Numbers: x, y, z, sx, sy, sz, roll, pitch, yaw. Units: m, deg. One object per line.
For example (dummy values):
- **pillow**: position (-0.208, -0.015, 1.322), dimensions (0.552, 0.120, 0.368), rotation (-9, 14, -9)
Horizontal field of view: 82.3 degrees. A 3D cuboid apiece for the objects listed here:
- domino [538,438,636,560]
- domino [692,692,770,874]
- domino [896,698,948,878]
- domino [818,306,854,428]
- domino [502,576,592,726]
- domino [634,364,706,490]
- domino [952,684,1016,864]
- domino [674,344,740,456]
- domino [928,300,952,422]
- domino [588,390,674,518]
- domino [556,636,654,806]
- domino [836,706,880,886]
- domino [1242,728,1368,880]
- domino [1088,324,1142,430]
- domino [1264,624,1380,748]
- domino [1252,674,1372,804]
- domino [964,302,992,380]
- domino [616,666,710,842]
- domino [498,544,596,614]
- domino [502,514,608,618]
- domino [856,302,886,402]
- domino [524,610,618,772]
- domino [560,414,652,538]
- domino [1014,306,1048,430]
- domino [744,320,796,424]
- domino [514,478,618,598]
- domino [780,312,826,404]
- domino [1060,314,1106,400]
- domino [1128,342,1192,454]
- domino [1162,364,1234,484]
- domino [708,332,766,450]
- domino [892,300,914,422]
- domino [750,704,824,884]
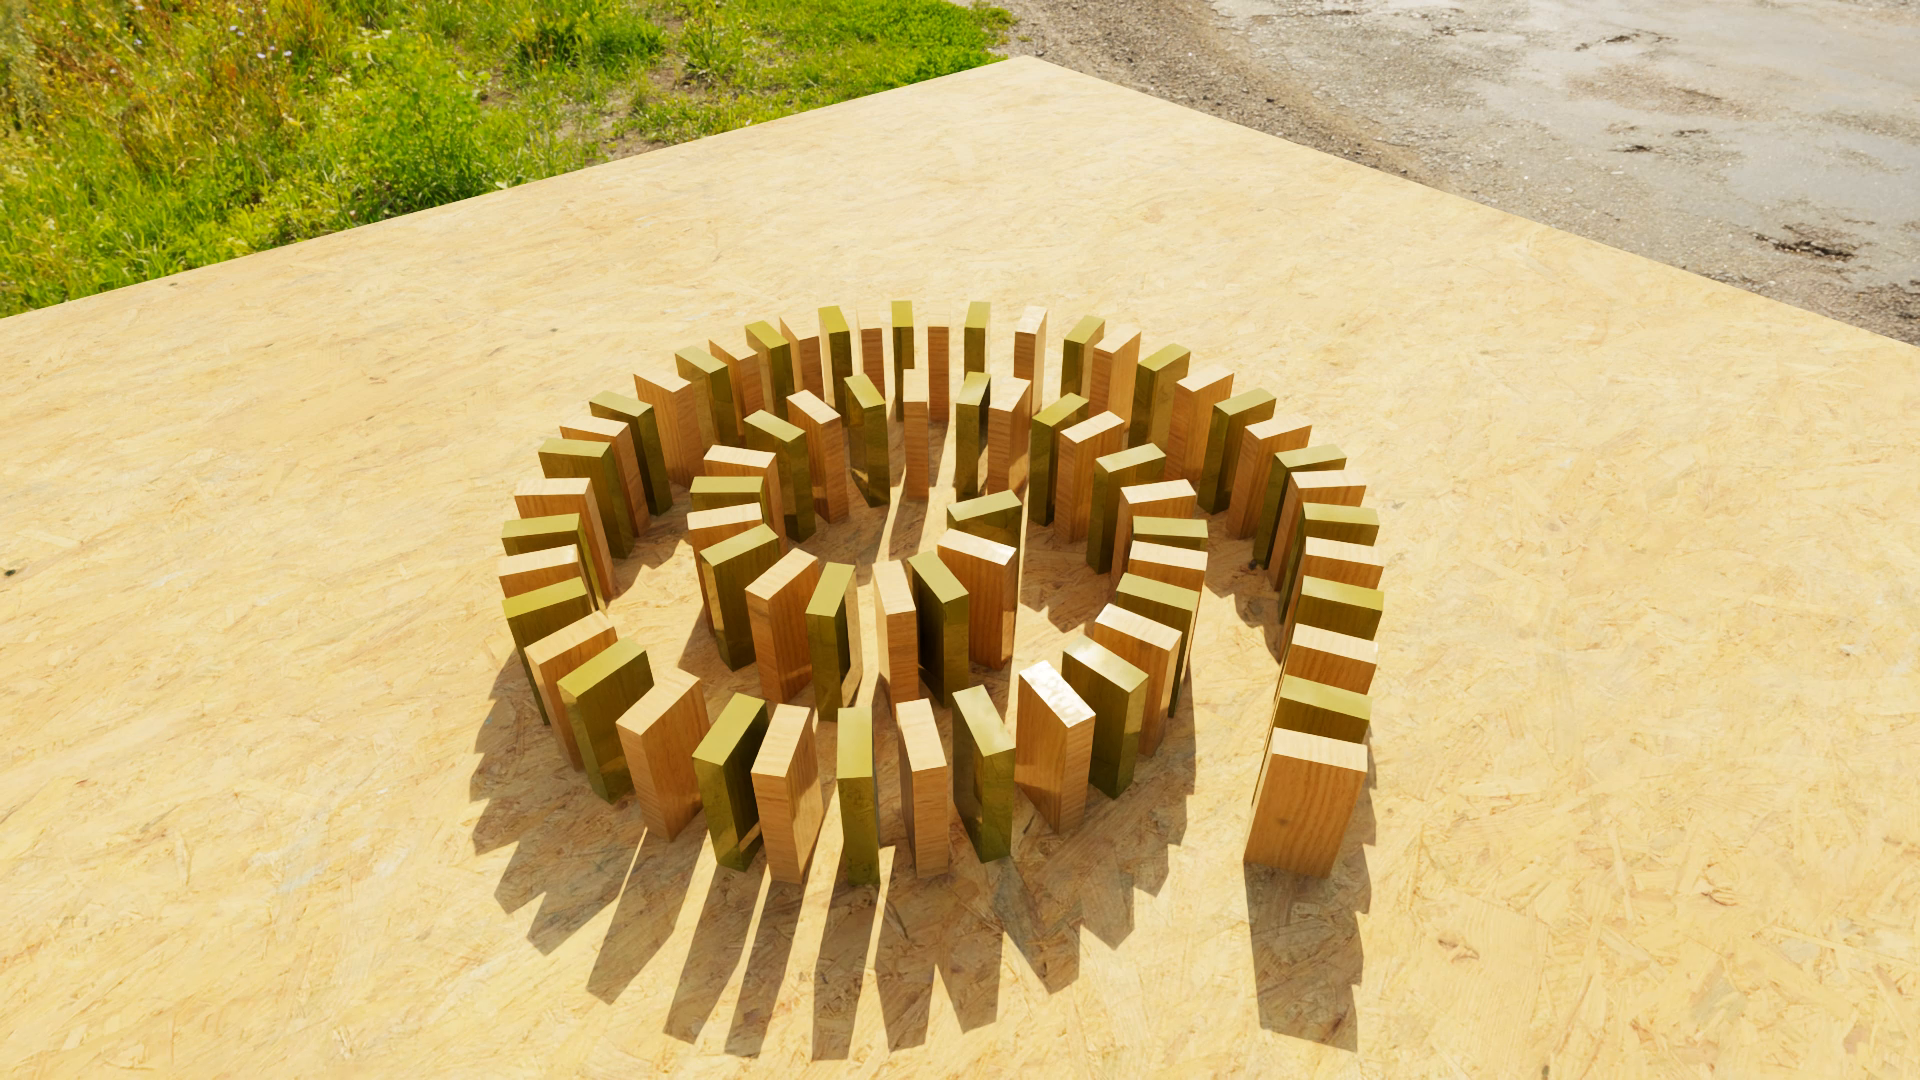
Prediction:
- **domino**: position (-0.146, -0.016, 0.431), dimensions (0.025, 0.050, 0.009), rotation (5, 40, 6)
- **domino**: position (-0.065, 0.072, 0.324), dimensions (0.009, 0.050, 0.025), rotation (13, 41, 15)
- **domino**: position (-0.011, 0.073, 0.322), dimensions (0.009, 0.050, 0.025), rotation (-8, 40, -10)
- **domino**: position (-0.057, -0.080, 0.509), dimensions (0.009, 0.050, 0.025), rotation (-11, 41, -13)
- **domino**: position (-0.132, 0.038, 0.366), dimensions (0.025, 0.050, 0.010), rotation (-18, 43, -21)
- **domino**: position (-0.123, -0.048, 0.470), dimensions (0.025, 0.050, 0.009), rotation (26, 46, 28)
- **domino**: position (0.007, 0.070, 0.326), dimensions (0.009, 0.050, 0.025), rotation (-13, 41, -16)
- **domino**: position (-0.110, -0.057, 0.482), dimensions (0.025, 0.050, 0.009), rotation (31, 49, 32)
- **domino**: position (-0.009, -0.083, 0.513), dimensions (0.009, 0.050, 0.025), rotation (1, 39, 1)
- **domino**: position (-0.135, -0.035, 0.455), dimensions (0.025, 0.050, 0.009), rotation (18, 43, 21)
- **domino**: position (-0.106, 0.057, 0.342), dimensions (0.010, 0.050, 0.025), rotation (27, 47, 29)
- **domino**: position (-0.029, 0.075, 0.320), dimensions (0.009, 0.050, 0.025), rotation (-3, 39, -3)
- **domino**: position (0.099, 0.077, 0.318), dimensions (0.025, 0.050, 0.010), rotation (10, 40, 12)
- **domino**: position (0.069, -0.069, 0.495), dimensions (0.009, 0.050, 0.025), rotation (25, 46, 27)
- **domino**: position (0.114, 0.051, 0.350), dimensions (0.025, 0.050, 0.009), rotation (14, 41, 16)
- **domino**: position (0.106, 0.065, 0.333), dimensions (0.025, 0.050, 0.010), rotation (14, 41, 16)
- **domino**: position (0.008, -0.083, 0.512), dimensions (0.009, 0.050, 0.025), rotation (4, 40, 5)
- **domino**: position (-0.087, 0.065, 0.332), dimensions (0.010, 0.050, 0.025), rotation (20, 43, 23)
- **domino**: position (-0.140, 0.026, 0.380), dimensions (0.025, 0.050, 0.009), rotation (-11, 41, -13)
- **domino**: position (-0.144, 0.014, 0.394), dimensions (0.025, 0.050, 0.010), rotation (-7, 40, -8)
- **domino**: position (-0.041, -0.082, 0.512), dimensions (0.009, 0.050, 0.025), rotation (-6, 40, -7)
- **domino**: position (-0.119, 0.049, 0.352), dimensions (0.025, 0.050, 0.010), rotation (-30, 48, -32)
- **domino**: position (-0.142, -0.025, 0.443), dimensions (0.025, 0.050, 0.009), rotation (11, 41, 13)
- **domino**: position (0.032, -0.080, 0.509), dimensions (0.009, 0.050, 0.025), rotation (10, 40, 12)
- **domino**: position (-0.085, -0.071, 0.498), dimensions (0.009, 0.050, 0.025), rotation (-23, 45, -26)
- **domino**: position (-0.147, 0.000, 0.411), dimensions (0.025, 0.050, 0.010), rotation (-1, 39, -2)
- **domino**: position (-0.072, -0.076, 0.504), dimensions (0.010, 0.050, 0.025), rotation (-18, 43, -21)
- **domino**: position (0.055, -0.074, 0.502), dimensions (0.010, 0.050, 0.025), rotation (18, 43, 21)
- **domino**: position (0.087, -0.059, 0.483), dimensions (0.025, 0.050, 0.009), rotation (-32, 49, -33)
- **domino**: position (0.101, -0.048, 0.470), dimensions (0.025, 0.050, 0.009), rotation (-26, 46, -28)
- **domino**: position (-0.098, -0.064, 0.490), dimensions (0.009, 0.050, 0.025), rotation (-29, 47, -30)
- **domino**: position (-0.026, -0.083, 0.513), dimensions (0.010, 0.050, 0.025), rotation (-2, 39, -3)
- **domino**: position (-0.049, 0.075, 0.321), dimensions (0.009, 0.050, 0.025), rotation (6, 40, 8)
